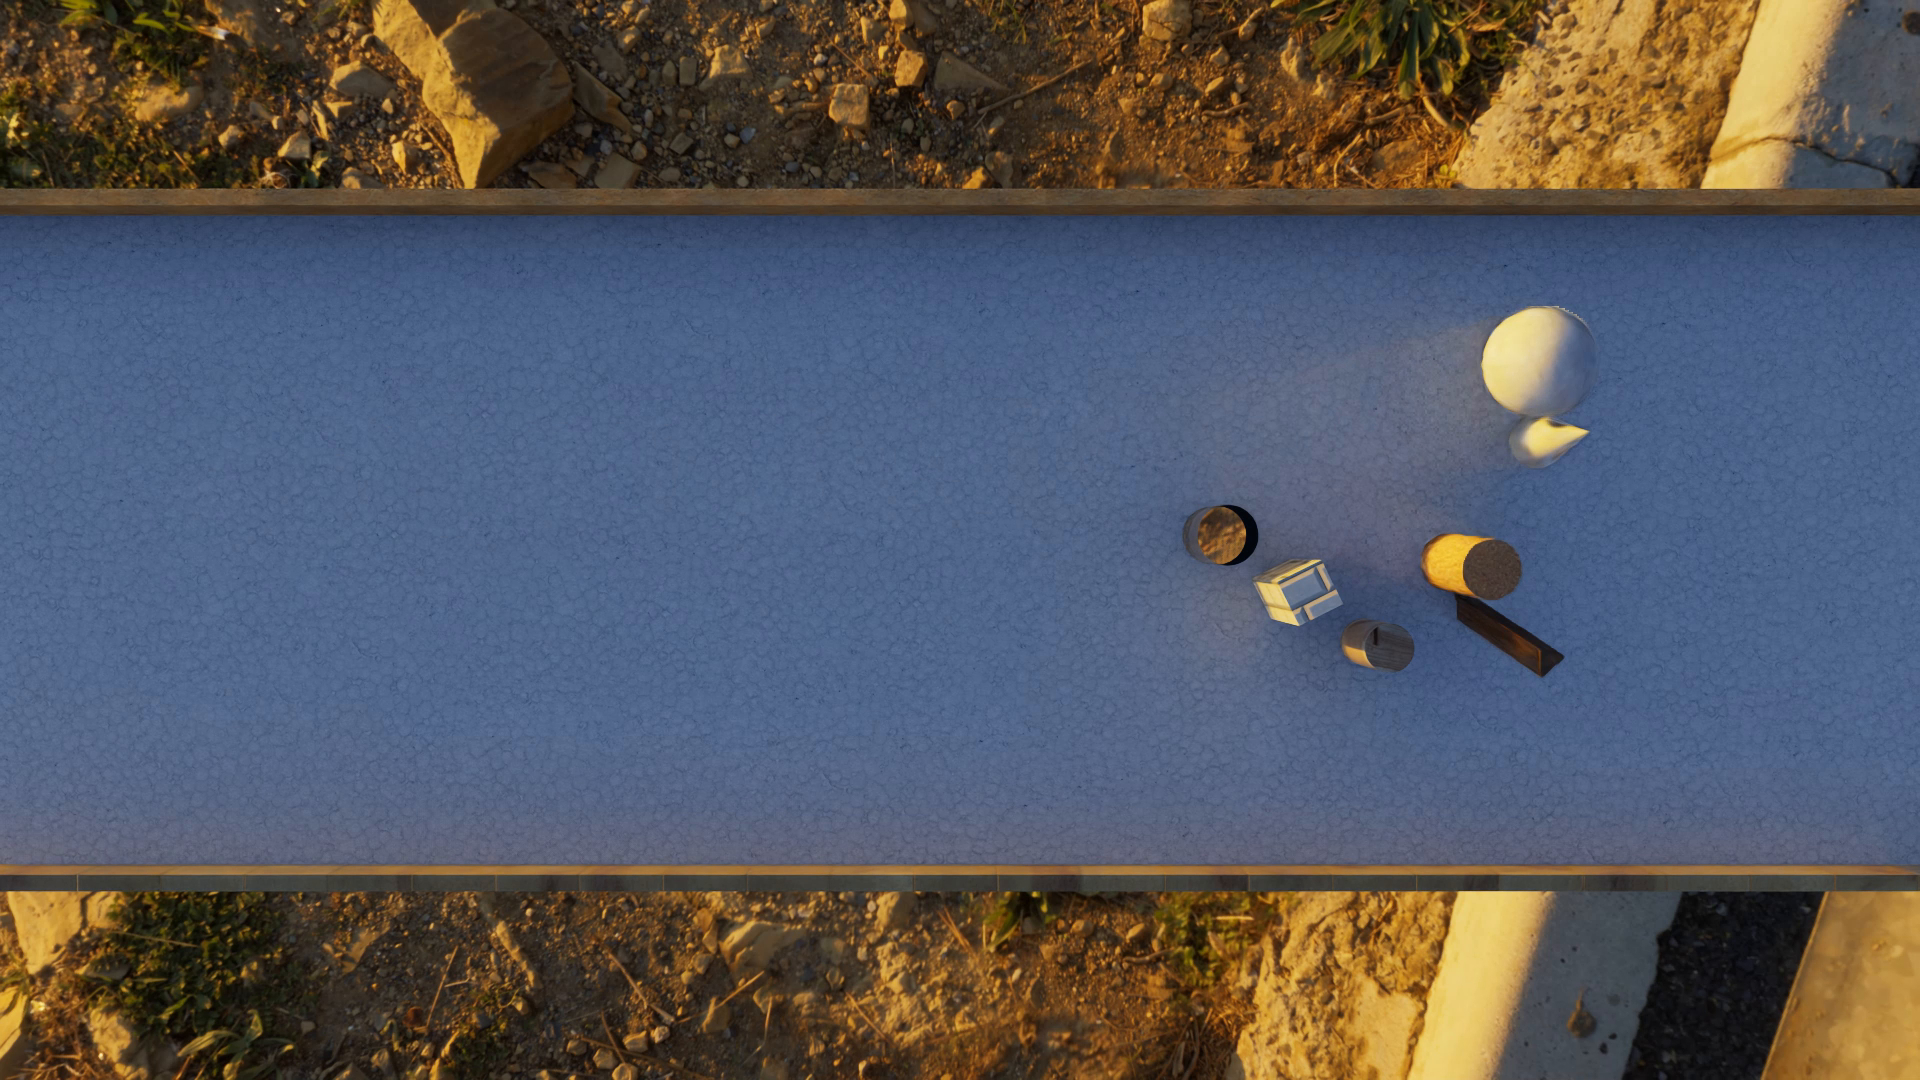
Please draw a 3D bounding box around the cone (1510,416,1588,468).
[{"bbox_3d":[1.776,-0.305,4.863,0.168,0.427,0.168,0,90,0],"label":"cone"}]

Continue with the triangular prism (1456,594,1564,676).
[{"bbox_3d":[1.622,0.268,4.874,0.076,0.428,0.087,-16,114,-11],"label":"triangular prism"}]

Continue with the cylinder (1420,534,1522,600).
[{"bbox_3d":[1.512,0.076,4.898,0.175,0.342,0.175,0,93,-4],"label":"cylinder"}]

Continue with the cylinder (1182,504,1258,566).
[{"bbox_3d":[0.772,-0.014,4.912,0.176,0.328,0.176,0,90,0],"label":"cylinder"}]

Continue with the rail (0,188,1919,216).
[{"bbox_3d":[-2.247,-1.025,5.002,12.000,0.150,0.050,0,90,0],"label":"rail"}]

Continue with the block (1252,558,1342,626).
[{"bbox_3d":[0.989,0.149,4.866,0.139,0.421,0.139,-26,90,0],"label":"block"}]

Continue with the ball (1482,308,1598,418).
[{"bbox_3d":[1.698,-0.520,4.832,0.322,0.322,0.322,0,90,0],"label":"ball"}]

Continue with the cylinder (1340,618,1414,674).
[{"bbox_3d":[1.243,0.313,4.923,0.144,0.307,0.144,0,90,0],"label":"cylinder"}]

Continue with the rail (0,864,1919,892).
[{"bbox_3d":[-2.247,1.025,5.001,12.000,0.150,0.050,0,90,0],"label":"rail"}]
